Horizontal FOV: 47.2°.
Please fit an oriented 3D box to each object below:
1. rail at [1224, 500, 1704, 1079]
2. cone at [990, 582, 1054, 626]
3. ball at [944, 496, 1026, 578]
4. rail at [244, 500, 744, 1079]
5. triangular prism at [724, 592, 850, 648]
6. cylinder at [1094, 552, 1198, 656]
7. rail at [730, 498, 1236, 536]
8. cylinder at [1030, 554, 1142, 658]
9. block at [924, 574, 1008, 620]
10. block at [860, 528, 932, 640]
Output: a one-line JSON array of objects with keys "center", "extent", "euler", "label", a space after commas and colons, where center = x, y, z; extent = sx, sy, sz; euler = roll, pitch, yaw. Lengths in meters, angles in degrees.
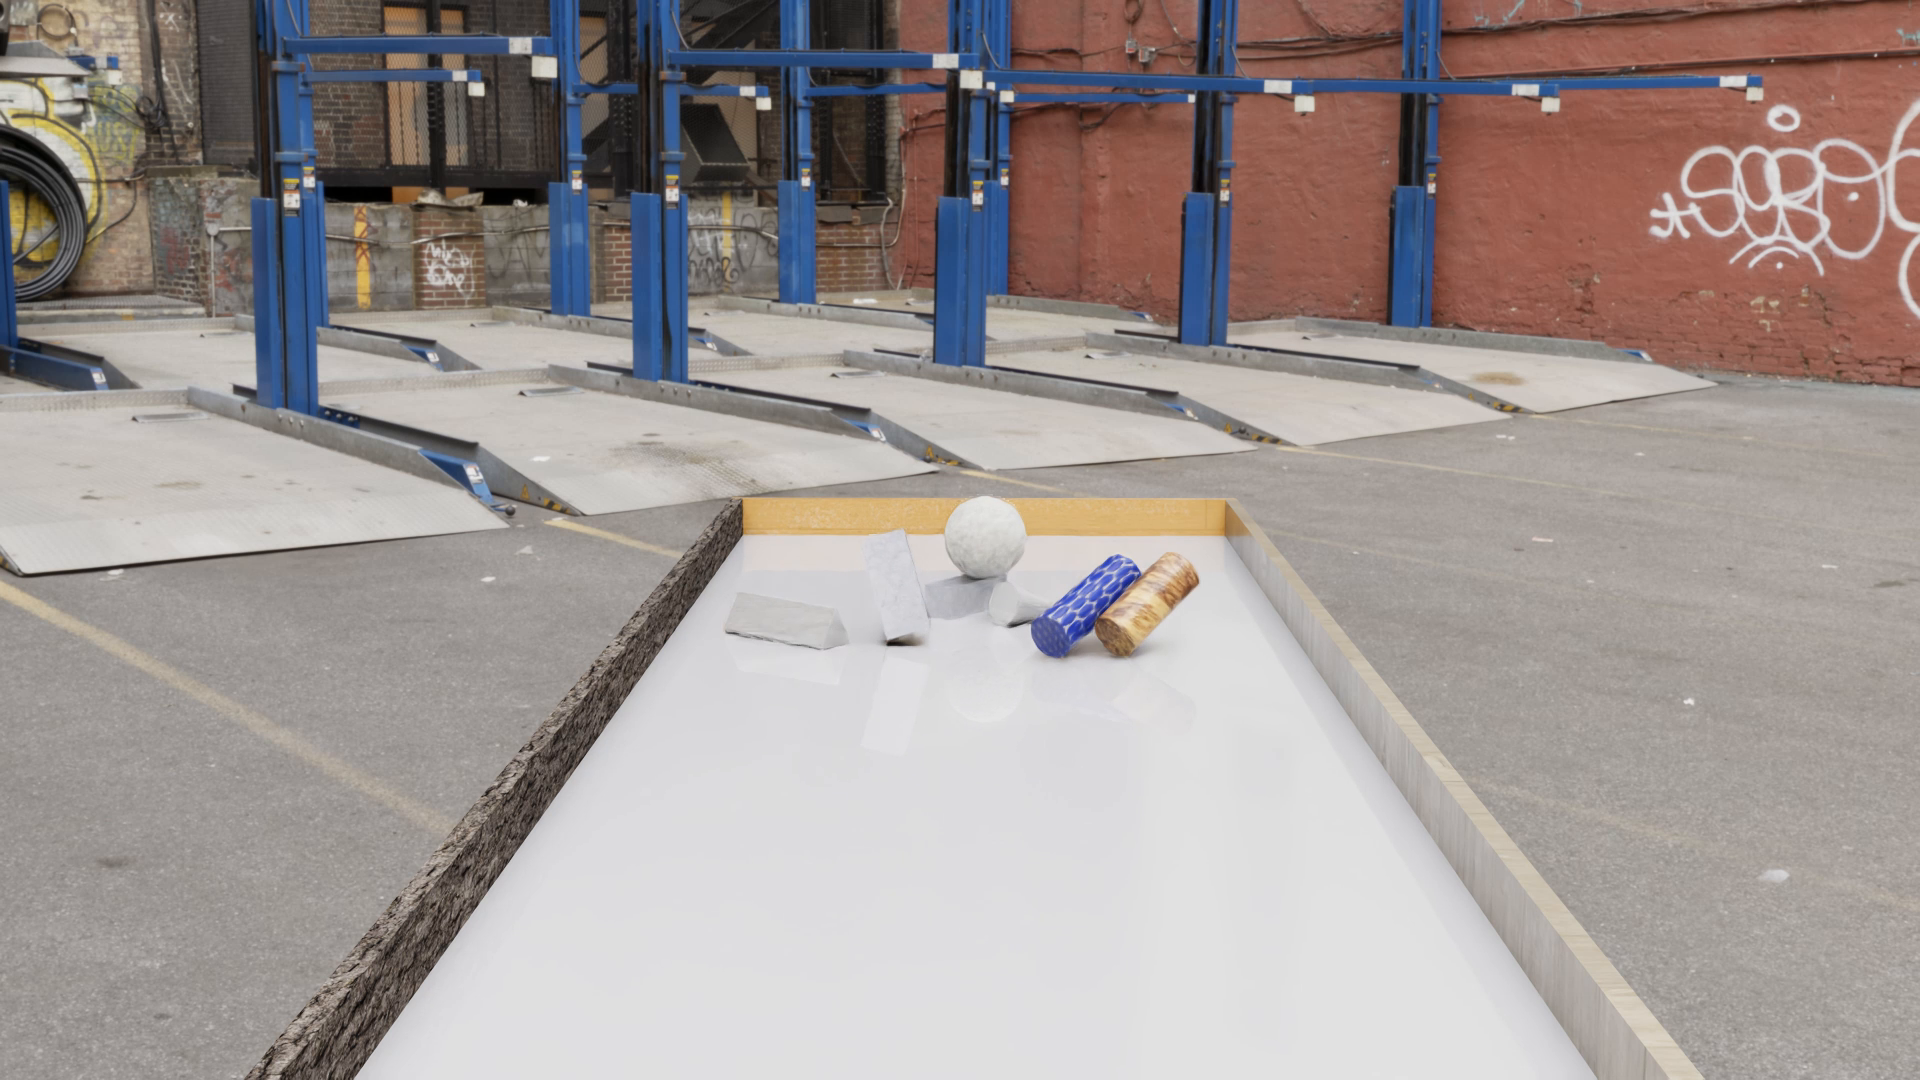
[{"center": [1.046, 0.843, 3.208], "extent": [0.050, 0.150, 12.000], "euler": [0, 9, 1], "label": "rail"}, {"center": [0.272, 0.231, 7.320], "extent": [0.328, 0.149, 0.149], "euler": [9, 2, -37], "label": "cone"}, {"center": [0.085, -0.008, 7.464], "extent": [0.280, 0.280, 0.280], "euler": [0, 9, 0], "label": "ball"}, {"center": [-1.004, 0.839, 3.234], "extent": [0.050, 0.150, 12.000], "euler": [0, 9, 1], "label": "rail"}, {"center": [-0.552, 0.248, 7.007], "extent": [0.416, 0.119, 0.137], "euler": [8, 11, 37], "label": "triangular prism"}, {"center": [0.579, 0.197, 6.812], "extent": [0.148, 0.148, 0.344], "euler": [10, 43, 47], "label": "cylinder"}, {"center": [0.099, -0.098, 9.147], "extent": [2.100, 0.150, 0.050], "euler": [0, 9, 1], "label": "rail"}, {"center": [0.398, 0.204, 6.853], "extent": [0.141, 0.141, 0.432], "euler": [7, 30, 36], "label": "cylinder"}, {"center": [0.022, 0.187, 7.482], "extent": [0.110, 0.110, 0.339], "euler": [6, 11, 34], "label": "block"}, {"center": [-0.203, 0.140, 6.953], "extent": [0.142, 0.322, 0.142], "euler": [-16, -1, -1], "label": "block"}]
